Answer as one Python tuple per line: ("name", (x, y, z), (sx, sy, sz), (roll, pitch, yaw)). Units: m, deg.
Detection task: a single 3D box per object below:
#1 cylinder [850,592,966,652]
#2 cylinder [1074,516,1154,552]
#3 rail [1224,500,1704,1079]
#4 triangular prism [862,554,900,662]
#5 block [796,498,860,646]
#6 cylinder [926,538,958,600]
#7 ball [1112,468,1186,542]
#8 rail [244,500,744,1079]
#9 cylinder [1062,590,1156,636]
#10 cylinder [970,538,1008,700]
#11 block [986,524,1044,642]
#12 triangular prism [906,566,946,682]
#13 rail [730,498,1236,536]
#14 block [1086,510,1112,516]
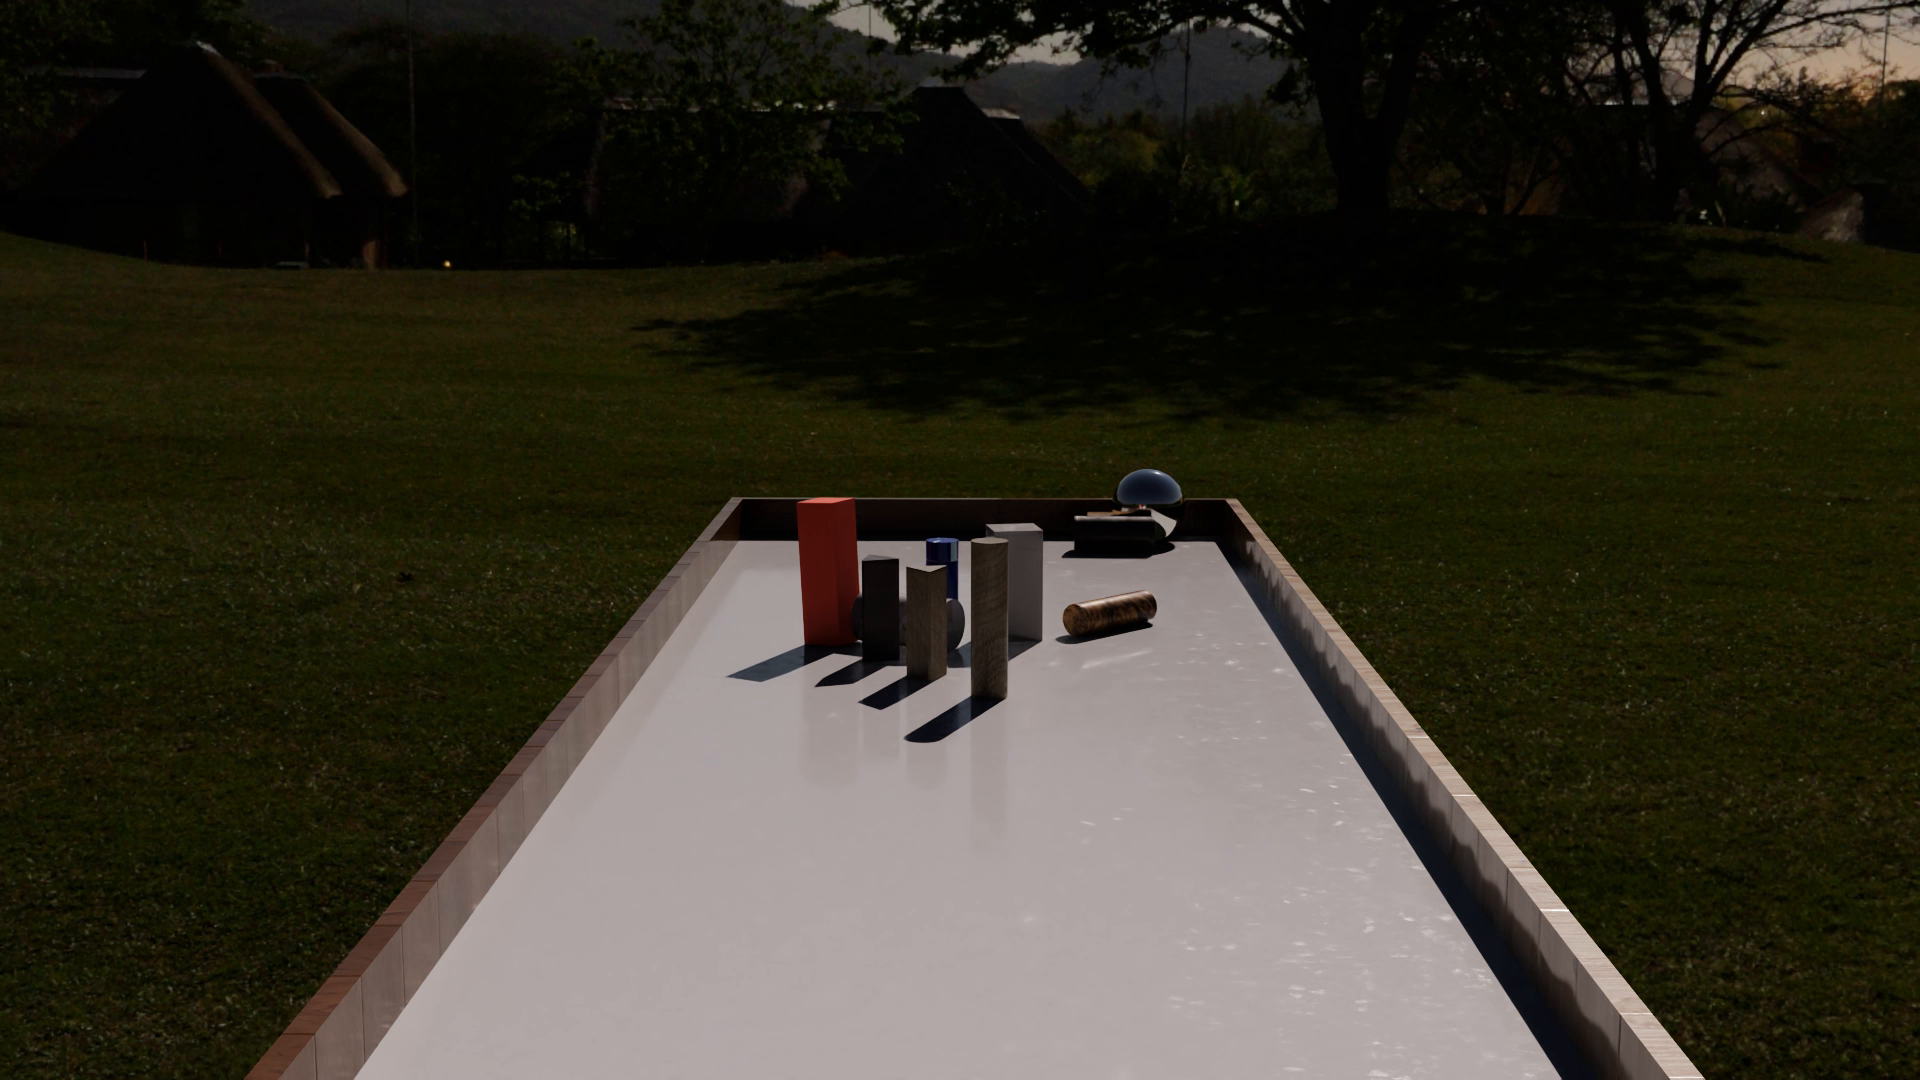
("cylinder", (-0.164, 0.252, 6.898), (0.321, 0.164, 0.164), (5, 10, 30))
("cylinder", (0.611, -0.024, 8.711), (0.315, 0.141, 0.141), (0, 9, 3))
("rail", (1.046, 0.843, 3.208), (0.050, 0.150, 12.000), (0, 9, 1))
("triangular prism", (-0.257, 0.206, 6.709), (0.117, 0.313, 0.101), (-4, 10, -21))
("block", (-0.411, 0.098, 6.927), (0.132, 0.451, 0.132), (1, 9, 29))
("cylinder", (-0.057, 0.159, 6.976), (0.103, 0.321, 0.103), (0, 9, 0))
("ball", (0.767, -0.142, 8.946), (0.300, 0.300, 0.300), (0, 9, 0))
("rail", (-1.004, 0.839, 3.234), (0.050, 0.150, 12.000), (0, 9, 1))
("cylinder", (0.491, 0.238, 7.171), (0.106, 0.106, 0.350), (9, 12, 44))
("cylinder", (0.083, 0.222, 6.182), (0.105, 0.447, 0.105), (0, 9, 0))
("block", (0.172, 0.135, 7.021), (0.156, 0.355, 0.156), (-1, 9, -9))
("triangular prism", (-0.082, 0.240, 6.450), (0.101, 0.326, 0.117), (-7, 11, -36))
("rail", (0.099, -0.098, 9.147), (2.100, 0.150, 0.050), (0, 9, 1))
("block", (0.570, -0.043, 8.946), (0.105, 0.105, 0.322), (0, 9, 3))
